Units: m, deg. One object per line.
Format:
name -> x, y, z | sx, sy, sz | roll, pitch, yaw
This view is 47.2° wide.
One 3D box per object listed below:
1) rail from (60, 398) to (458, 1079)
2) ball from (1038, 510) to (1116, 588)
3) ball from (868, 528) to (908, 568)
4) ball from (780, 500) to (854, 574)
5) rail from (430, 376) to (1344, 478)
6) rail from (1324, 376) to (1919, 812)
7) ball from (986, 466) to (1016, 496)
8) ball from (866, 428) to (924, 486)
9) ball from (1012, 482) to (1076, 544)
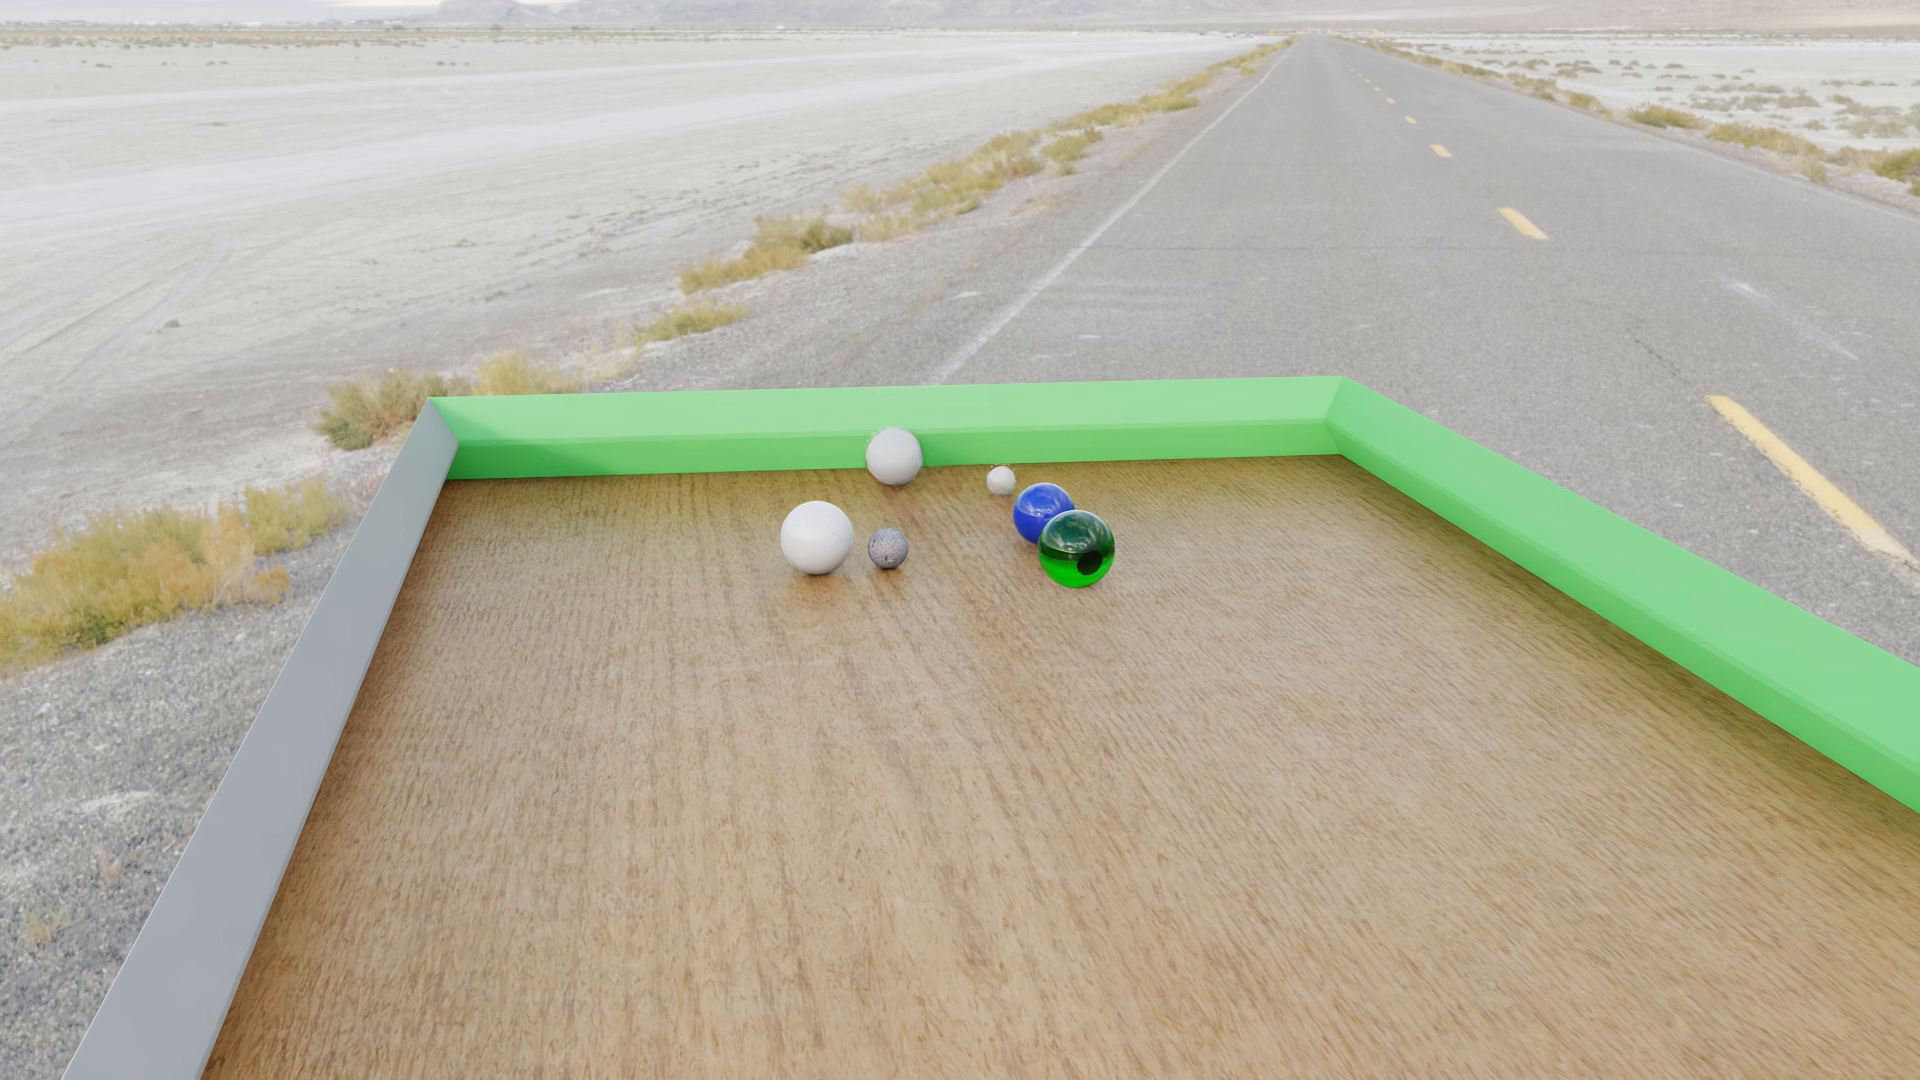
rail -> -0.589, 0.148, 2.057 | 0.045, 0.125, 2.625 | -2, 14, -8
ball -> 0.143, 0.011, 2.698 | 0.096, 0.096, 0.096 | 0, 13, 0
ball -> -0.091, 0.011, 2.793 | 0.052, 0.052, 0.052 | 0, 13, 0
ball -> -0.180, -0.003, 2.761 | 0.093, 0.093, 0.093 | 0, 13, 0
rail -> -0.090, -0.171, 3.393 | 1.427, 0.125, 0.045 | -2, 14, -8
rail -> 0.776, 0.102, 2.248 | 0.045, 0.125, 2.625 | -2, 14, -8
ball -> 0.060, -0.086, 3.215 | 0.044, 0.044, 0.044 | 0, 13, 0
ball -> -0.098, -0.124, 3.284 | 0.086, 0.086, 0.086 | 0, 13, 0
ball -> 0.111, -0.034, 2.912 | 0.084, 0.084, 0.084 | 0, 13, 0
